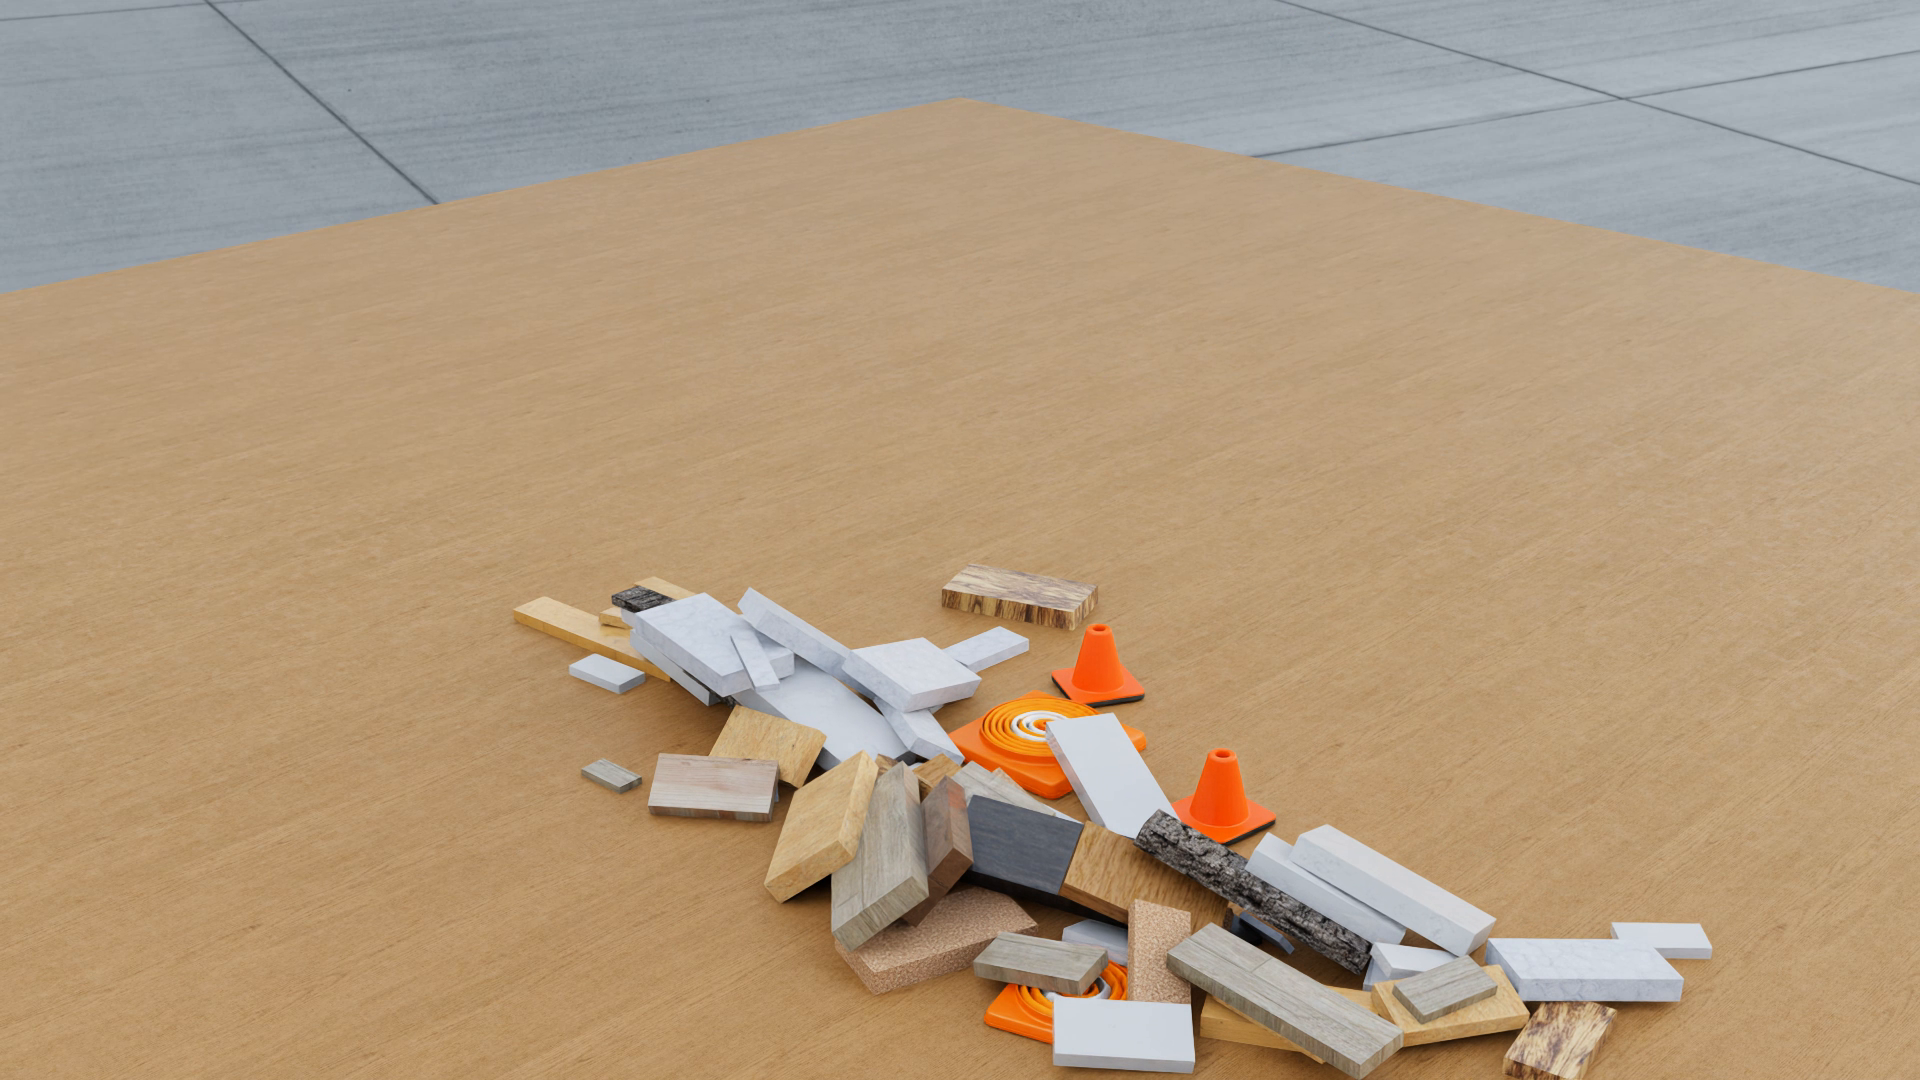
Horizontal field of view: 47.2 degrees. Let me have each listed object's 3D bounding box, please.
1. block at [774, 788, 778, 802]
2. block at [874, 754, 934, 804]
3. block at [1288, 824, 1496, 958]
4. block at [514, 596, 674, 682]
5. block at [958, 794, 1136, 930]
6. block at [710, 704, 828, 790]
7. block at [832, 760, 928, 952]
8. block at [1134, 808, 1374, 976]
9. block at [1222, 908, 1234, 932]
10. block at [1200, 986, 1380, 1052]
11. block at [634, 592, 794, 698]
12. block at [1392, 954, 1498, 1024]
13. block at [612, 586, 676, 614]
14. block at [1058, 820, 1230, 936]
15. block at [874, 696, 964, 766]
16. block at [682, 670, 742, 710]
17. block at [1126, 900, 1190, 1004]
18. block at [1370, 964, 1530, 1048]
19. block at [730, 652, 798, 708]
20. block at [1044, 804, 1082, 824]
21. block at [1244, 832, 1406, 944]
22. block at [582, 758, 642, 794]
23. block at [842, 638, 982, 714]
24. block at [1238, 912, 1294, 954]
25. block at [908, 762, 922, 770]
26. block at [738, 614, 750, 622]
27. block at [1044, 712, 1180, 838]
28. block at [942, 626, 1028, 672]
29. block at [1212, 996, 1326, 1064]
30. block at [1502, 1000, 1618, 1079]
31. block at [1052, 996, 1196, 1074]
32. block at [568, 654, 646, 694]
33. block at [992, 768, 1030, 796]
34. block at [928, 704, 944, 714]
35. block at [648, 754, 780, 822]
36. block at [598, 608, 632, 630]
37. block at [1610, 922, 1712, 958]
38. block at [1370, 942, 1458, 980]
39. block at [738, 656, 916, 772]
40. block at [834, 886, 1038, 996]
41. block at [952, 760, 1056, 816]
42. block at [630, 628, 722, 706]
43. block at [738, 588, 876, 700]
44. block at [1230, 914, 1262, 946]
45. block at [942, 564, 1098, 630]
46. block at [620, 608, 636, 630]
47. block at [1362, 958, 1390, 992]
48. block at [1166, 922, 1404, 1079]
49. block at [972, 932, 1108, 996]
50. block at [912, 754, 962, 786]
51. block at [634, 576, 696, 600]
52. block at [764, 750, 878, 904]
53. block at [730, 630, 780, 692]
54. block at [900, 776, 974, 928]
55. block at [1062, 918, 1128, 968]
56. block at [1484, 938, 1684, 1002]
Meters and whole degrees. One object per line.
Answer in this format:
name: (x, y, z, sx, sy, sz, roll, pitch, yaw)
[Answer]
block: (-0.434, 0.518, 4.518, 0.121, 0.017, 0.060, -2, 23, -5)
block: (-0.114, 0.515, 4.417, 0.029, 0.101, 0.202, 20, 4, -44)
block: (0.788, 0.636, 4.008, 0.355, 0.050, 0.177, 29, 12, 23)
block: (-0.837, 0.230, 5.182, 0.536, 0.028, 0.099, 17, 29, 35)
block: (0.198, 0.605, 4.089, 0.428, 0.047, 0.165, 14, 49, 16)
block: (-0.401, 0.430, 4.575, 0.248, 0.035, 0.124, 12, 67, 40)
block: (-0.155, 0.583, 4.124, 0.177, 0.050, 0.533, -36, 15, 7)
block: (0.534, 0.630, 3.965, 0.456, 0.041, 0.146, 29, 12, 12)
block: (0.421, 0.703, 4.017, 0.144, 0.020, 0.072, 0, 43, 24)
block: (0.570, 0.817, 3.783, 0.292, 0.041, 0.146, 6, 24, 14)
block: (-0.534, 0.223, 4.761, 0.179, 0.051, 0.358, -17, 30, -34)
block: (0.826, 0.766, 3.746, 0.161, 0.023, 0.081, -15, 38, -25)
block: (-0.717, 0.145, 5.045, 0.081, 0.023, 0.163, -20, 27, -41)
block: (0.336, 0.631, 3.969, 0.292, 0.041, 0.146, 24, 48, 1)
block: (-0.088, 0.400, 4.659, 0.124, 0.035, 0.247, 27, 9, -28)
block: (-0.460, 0.323, 4.869, 0.296, 0.042, 0.148, 33, 38, 33)
block: (0.347, 0.736, 3.829, 0.106, 0.030, 0.212, 16, 48, -12)
block: (0.836, 0.794, 3.754, 0.237, 0.034, 0.118, -5, 35, -14)
block: (-0.394, 0.319, 4.792, 0.179, 0.051, 0.358, -22, 48, -41)
block: (0.224, 0.600, 4.204, 0.230, 0.033, 0.115, 24, 51, 23)
block: (0.672, 0.641, 4.007, 0.301, 0.043, 0.150, 29, 12, 13)
block: (-0.726, 0.492, 4.580, 0.121, 0.017, 0.060, 19, 29, 37)
block: (-0.102, 0.293, 4.802, 0.171, 0.048, 0.342, 34, 16, 21)
block: (0.559, 0.716, 4.010, 0.015, 0.052, 0.103, -50, 41, -11)
block: (-0.069, 0.489, 4.512, 0.050, 0.014, 0.101, -19, 32, -38)
block: (-0.518, 0.211, 5.228, 0.198, 0.028, 0.099, -6, 24, -14)
block: (0.314, 0.497, 4.450, 0.150, 0.043, 0.423, -6, 32, -17)
block: (0.055, 0.258, 5.118, 0.198, 0.028, 0.099, -20, 30, -39)
block: (0.559, 0.793, 3.735, 0.118, 0.034, 0.237, -24, 35, -37)
block: (1.016, 0.848, 3.720, 0.117, 0.033, 0.233, 14, 27, 30)
block: (0.273, 0.831, 3.694, 0.233, 0.033, 0.117, 4, 41, -2)
block: (-0.804, 0.305, 5.013, 0.163, 0.023, 0.081, 17, 28, 34)
block: (0.109, 0.552, 4.301, 0.115, 0.033, 0.229, -31, 53, -27)
block: (-0.094, 0.361, 4.892, 0.103, 0.015, 0.051, 14, 27, 30)
block: (-0.498, 0.502, 4.461, 0.247, 0.035, 0.124, 3, 53, 7)
block: (-0.767, 0.194, 5.227, 0.163, 0.023, 0.081, 12, 11, 13)
block: (1.278, 0.730, 4.010, 0.161, 0.023, 0.081, 1, 23, 1)
block: (0.807, 0.743, 3.841, 0.161, 0.023, 0.081, 10, 20, -18)
block: (-0.278, 0.385, 4.652, 0.358, 0.051, 0.179, 36, 39, 28)
block: (-0.043, 0.722, 4.000, 0.330, 0.047, 0.165, -12, 26, -25)
block: (0.065, 0.521, 4.257, 0.115, 0.033, 0.230, -38, 46, -28)
block: (-0.604, 0.268, 5.010, 0.148, 0.042, 0.296, -20, 39, -40)
block: (-0.302, 0.241, 4.813, 0.382, 0.048, 0.171, 34, 2, -24)
block: (0.499, 0.711, 4.017, 0.052, 0.015, 0.103, -13, 32, -32)
block: (0.147, 0.137, 5.376, 0.342, 0.048, 0.171, 10, 25, 22)
block: (-0.638, 0.190, 5.012, 0.148, 0.042, 0.296, -15, 24, -33)
block: (0.835, 0.785, 3.868, 0.233, 0.033, 0.117, 8, 24, 18)
block: (0.542, 0.772, 3.704, 0.118, 0.034, 0.411, -25, 35, -38)
block: (0.142, 0.741, 3.854, 0.212, 0.030, 0.106, 4, 23, 32)
block: (0.000, 0.515, 4.437, 0.202, 0.029, 0.101, 35, 41, 29)
block: (-0.678, 0.124, 5.108, 0.060, 0.017, 0.191, -19, 26, -39)
block: (-0.266, 0.552, 4.273, 0.177, 0.050, 0.355, -33, 16, 18)
block: (-0.432, 0.254, 4.621, 0.051, 0.015, 0.247, -7, 26, -16)
block: (-0.054, 0.576, 4.103, 0.047, 0.165, 0.330, 38, 12, -13)
block: (0.301, 0.734, 3.953, 0.212, 0.030, 0.106, 14, 9, 30)
block: (1.096, 0.755, 3.867, 0.301, 0.043, 0.150, 2, 16, -10)
